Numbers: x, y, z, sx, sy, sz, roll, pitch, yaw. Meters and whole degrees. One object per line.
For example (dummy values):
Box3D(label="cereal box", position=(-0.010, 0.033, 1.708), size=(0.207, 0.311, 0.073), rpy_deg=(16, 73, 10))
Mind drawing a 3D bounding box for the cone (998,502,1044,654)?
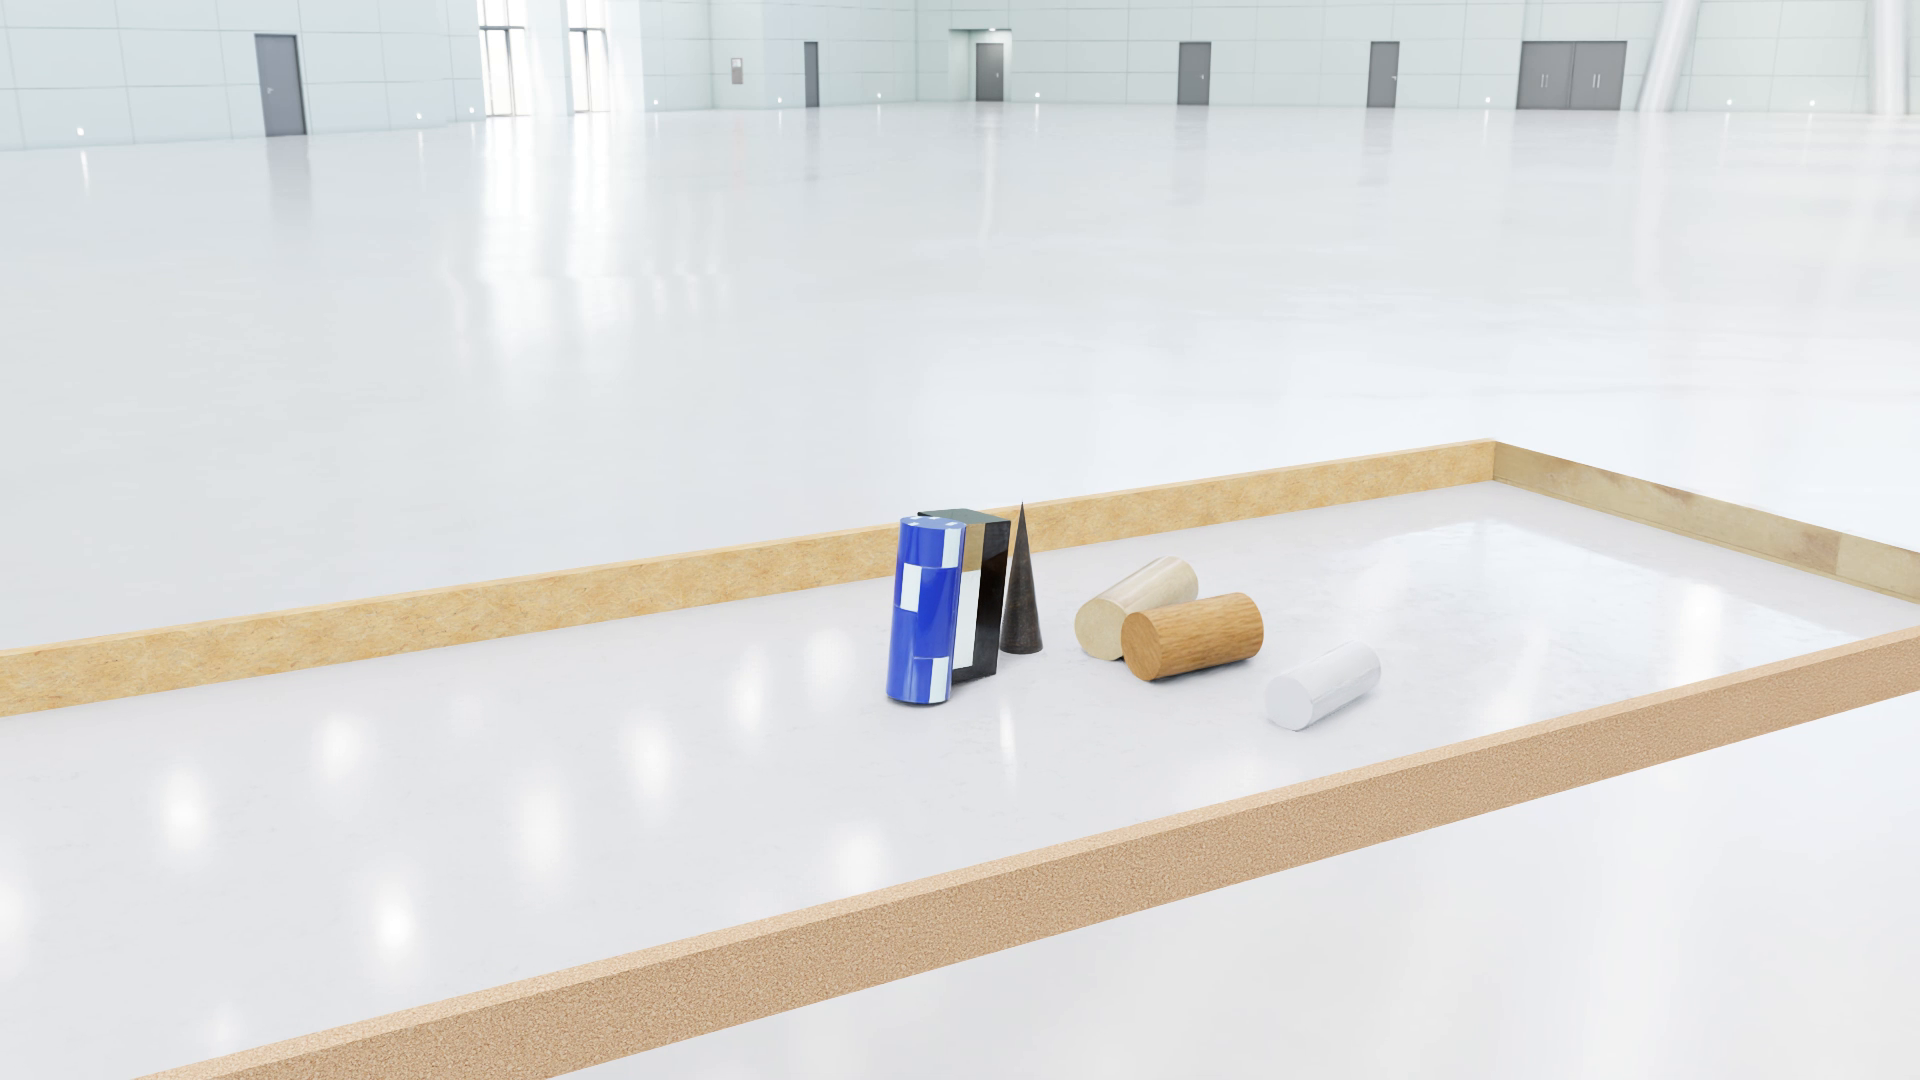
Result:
Box3D(label="cone", position=(0.162, 0.087, 4.331), size=(0.121, 0.409, 0.121), rpy_deg=(0, 16, 0))

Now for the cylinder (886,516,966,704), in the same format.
Box3D(label="cylinder", position=(-0.084, 0.167, 4.000), size=(0.160, 0.427, 0.160), rpy_deg=(5, 11, -1))

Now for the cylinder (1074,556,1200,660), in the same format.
Box3D(label="cylinder", position=(0.482, 0.178, 4.455), size=(0.166, 0.166, 0.446), rpy_deg=(9, 19, 29))

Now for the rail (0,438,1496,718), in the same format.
Box3D(label="rail", position=(-3.305, 0.497, 3.399), size=(12.000, 0.150, 0.050), rpy_deg=(-9, 18, -27))

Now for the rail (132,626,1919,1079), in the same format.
Box3D(label="rail", position=(-2.336, 1.006, 1.665), size=(12.000, 0.150, 0.050), rpy_deg=(-9, 18, -27))

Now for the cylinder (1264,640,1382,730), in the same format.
Box3D(label="cylinder", position=(0.871, 0.345, 3.952), size=(0.130, 0.130, 0.326), rpy_deg=(14, 22, 40))

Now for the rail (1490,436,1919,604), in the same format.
Box3D(label="rail", position=(2.466, -0.048, 5.253), size=(0.050, 0.150, 2.100), rpy_deg=(-9, 18, -27))

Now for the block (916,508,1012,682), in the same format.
Box3D(label="block", position=(-0.007, 0.136, 4.153), size=(0.167, 0.400, 0.167), rpy_deg=(-6, 16, -45))

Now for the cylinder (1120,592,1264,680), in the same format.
Box3D(label="cylinder", position=(0.594, 0.244, 4.214), size=(0.324, 0.175, 0.175), rpy_deg=(-9, 19, -29))
